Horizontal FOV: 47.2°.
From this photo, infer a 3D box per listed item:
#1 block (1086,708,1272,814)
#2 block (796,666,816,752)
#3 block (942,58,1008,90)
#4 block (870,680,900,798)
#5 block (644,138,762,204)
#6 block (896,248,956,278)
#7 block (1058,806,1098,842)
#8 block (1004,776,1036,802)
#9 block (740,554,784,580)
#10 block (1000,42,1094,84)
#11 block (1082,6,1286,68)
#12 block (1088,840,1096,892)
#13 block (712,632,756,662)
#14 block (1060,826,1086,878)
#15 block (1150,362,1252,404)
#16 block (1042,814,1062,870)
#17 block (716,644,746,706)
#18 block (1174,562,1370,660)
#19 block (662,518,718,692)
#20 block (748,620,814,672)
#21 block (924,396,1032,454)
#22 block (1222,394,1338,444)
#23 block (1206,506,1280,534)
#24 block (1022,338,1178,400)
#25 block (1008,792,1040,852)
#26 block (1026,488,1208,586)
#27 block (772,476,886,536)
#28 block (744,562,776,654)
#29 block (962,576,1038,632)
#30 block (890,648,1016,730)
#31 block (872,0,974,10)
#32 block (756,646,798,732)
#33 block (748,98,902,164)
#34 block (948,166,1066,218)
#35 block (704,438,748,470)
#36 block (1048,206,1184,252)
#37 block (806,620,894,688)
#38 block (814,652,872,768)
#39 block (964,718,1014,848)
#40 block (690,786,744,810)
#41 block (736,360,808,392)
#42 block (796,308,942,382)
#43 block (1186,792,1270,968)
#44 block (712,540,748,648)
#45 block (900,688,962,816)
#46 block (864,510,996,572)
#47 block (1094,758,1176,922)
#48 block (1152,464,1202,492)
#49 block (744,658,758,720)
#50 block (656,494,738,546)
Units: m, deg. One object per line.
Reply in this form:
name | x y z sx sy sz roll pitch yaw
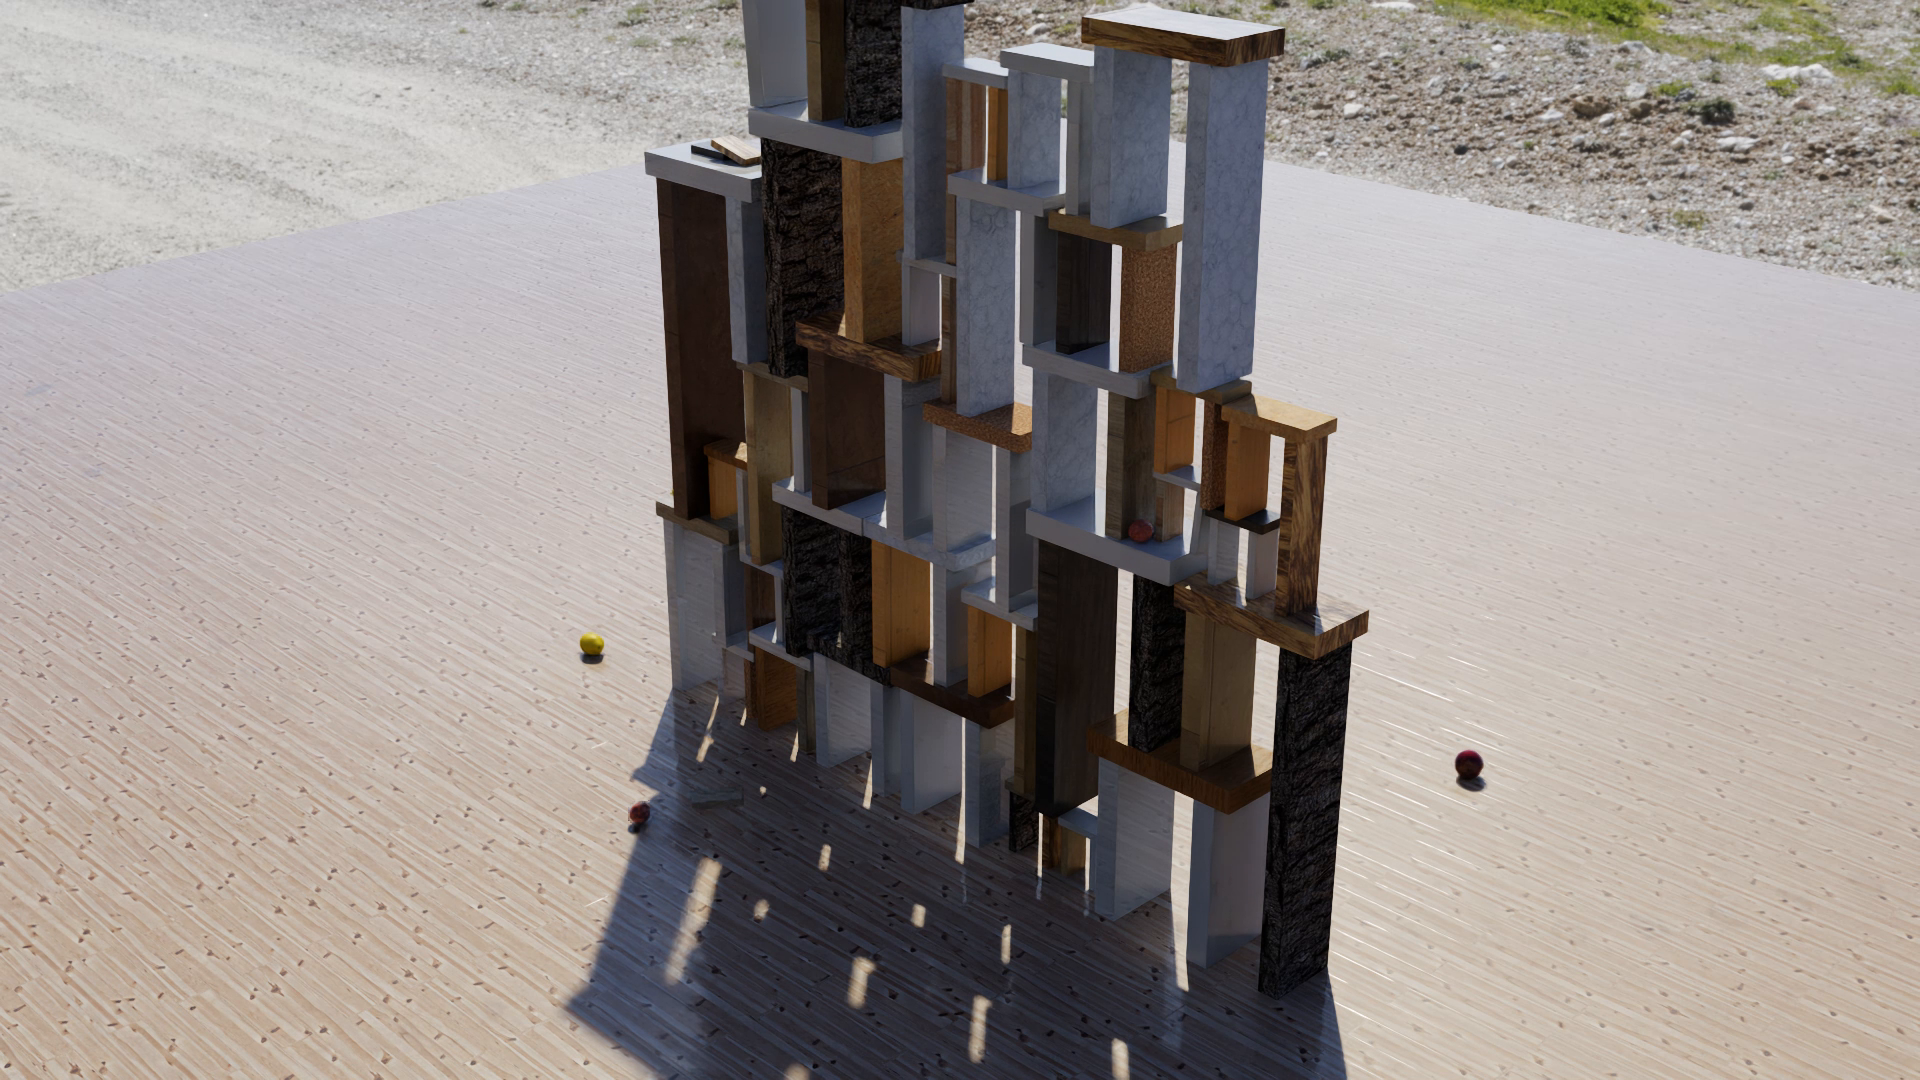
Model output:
block | 0.405 0.385 3.948 0.330 0.047 0.165 21 31 41
block | -0.302 0.345 4.695 0.099 0.198 0.028 -21 31 -41
block | 0.052 -0.814 3.832 0.081 0.023 0.162 -19 29 -38
block | -0.122 0.387 4.517 0.037 0.259 0.130 21 31 41
block | -0.462 -0.743 4.411 0.168 0.048 0.336 -21 31 -40
block | -0.035 -0.515 4.046 0.156 0.022 0.078 21 31 40
block | 0.245 0.543 4.185 0.108 0.015 0.054 21 31 41
block | 0.157 0.484 4.257 0.132 0.019 0.066 21 31 41
block | -0.393 0.044 4.673 0.074 0.021 0.148 -21 31 -40
block | 0.175 -0.802 3.695 0.203 0.029 0.101 21 31 40
block | 0.352 -0.803 3.497 0.295 0.042 0.148 21 31 40
block | 0.270 0.610 4.185 0.015 0.108 0.054 21 31 41
block | -0.472 0.227 4.832 0.144 0.020 0.072 21 31 41
block | 0.219 0.590 4.232 0.015 0.108 0.054 21 31 41
block | 0.402 -0.263 3.676 0.077 0.022 0.155 -21 31 -41
block | 0.188 0.566 4.258 0.019 0.132 0.066 21 31 41
block | -0.506 0.289 4.895 0.020 0.144 0.072 21 31 41
block | 0.523 0.114 3.712 0.297 0.042 0.148 21 31 41
block | -0.595 0.129 4.928 0.035 0.413 0.124 21 31 41
block | -0.348 0.222 4.694 0.099 0.028 0.198 -21 31 -41
block | 0.064 -0.222 4.057 0.125 0.035 0.250 -21 31 -40
block | 0.518 -0.197 3.574 0.169 0.024 0.085 21 31 40
block | 0.478 -0.041 3.691 0.061 0.017 0.121 -21 31 -40
block | 0.250 -0.308 3.818 0.265 0.037 0.132 21 31 40
block | 0.126 0.541 4.316 0.019 0.132 0.066 21 31 41
block | 0.296 -0.011 3.904 0.335 0.047 0.167 21 31 40
block | -0.242 -0.080 4.457 0.268 0.038 0.134 21 31 41
block | -0.427 0.137 4.750 0.074 0.209 0.021 -21 31 -41
block | 0.103 0.118 4.161 0.095 0.027 0.189 -21 31 -40
block | 0.007 0.287 4.331 0.137 0.039 0.274 -21 31 -41
block | -0.100 -0.980 3.911 0.234 0.033 0.117 21 31 40
block | -0.395 0.308 4.781 0.099 0.198 0.028 -21 31 -41
block | -0.219 -0.773 4.129 0.174 0.049 0.347 -21 31 -40
block | 0.102 -0.612 3.845 0.117 0.033 0.234 -21 31 -40
block | -0.471 -0.182 4.657 0.141 0.020 0.071 21 31 40
block | 0.265 -0.531 3.704 0.215 0.030 0.108 21 31 40
block | -0.182 0.226 4.518 0.130 0.037 0.259 -20 30 -39
block | -0.244 0.339 4.630 0.130 0.259 0.037 -21 31 -40
block | 0.072 0.457 4.333 0.039 0.274 0.137 21 31 41
block | -0.497 0.527 4.500 0.106 0.015 0.053 -4 23 -10
block | -0.339 -0.350 4.444 0.219 0.031 0.109 21 31 41
block | -0.145 -0.380 4.215 0.329 0.047 0.164 21 31 41
block | 0.483 0.589 3.950 0.047 0.330 0.165 21 31 41
block | -0.477 0.099 4.788 0.035 0.248 0.124 21 31 41
block | -0.057 0.406 4.452 0.039 0.274 0.137 21 31 41
block | -0.055 -0.008 4.283 0.253 0.036 0.126 21 31 40
block | 0.327 0.528 4.093 0.047 0.330 0.165 21 31 41
block | 0.391 -0.108 3.757 0.115 0.016 0.058 21 31 40
block | -0.438 0.316 4.832 0.020 0.144 0.072 21 31 41
block | -0.535 -0.054 4.786 0.248 0.035 0.124 21 31 40
